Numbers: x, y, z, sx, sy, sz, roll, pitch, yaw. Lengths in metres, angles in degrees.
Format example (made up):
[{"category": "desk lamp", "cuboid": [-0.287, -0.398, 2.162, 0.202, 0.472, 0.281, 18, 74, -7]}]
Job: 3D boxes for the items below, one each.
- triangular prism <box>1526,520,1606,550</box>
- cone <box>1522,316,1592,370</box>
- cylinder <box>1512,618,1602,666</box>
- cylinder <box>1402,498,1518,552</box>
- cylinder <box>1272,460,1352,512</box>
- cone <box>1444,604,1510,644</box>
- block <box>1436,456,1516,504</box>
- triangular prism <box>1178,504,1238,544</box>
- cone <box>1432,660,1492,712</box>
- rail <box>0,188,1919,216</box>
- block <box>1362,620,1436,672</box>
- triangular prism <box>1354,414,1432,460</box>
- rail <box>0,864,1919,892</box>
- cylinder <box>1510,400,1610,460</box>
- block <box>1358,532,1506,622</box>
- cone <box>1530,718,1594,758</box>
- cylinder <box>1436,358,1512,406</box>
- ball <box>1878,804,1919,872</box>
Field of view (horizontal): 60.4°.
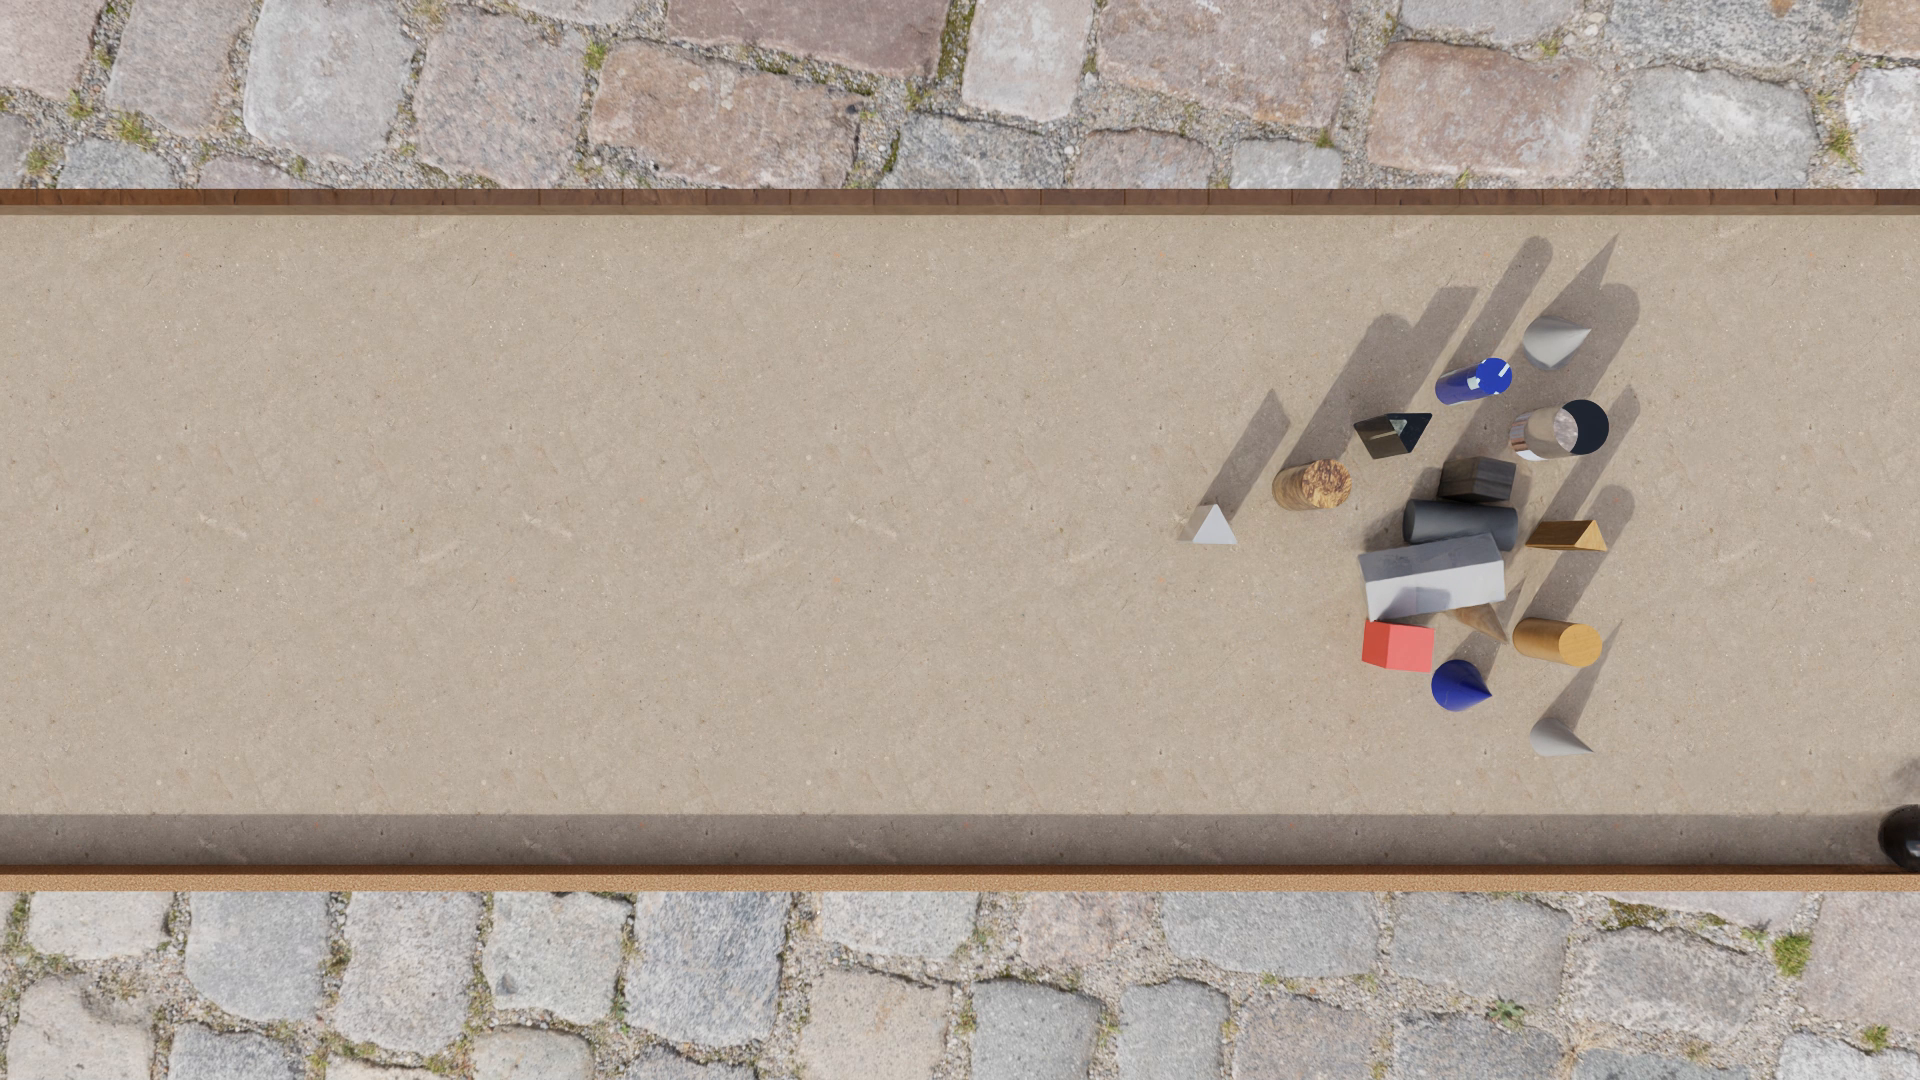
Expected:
[{"category": "triangular prism", "cuboid": [1.790, -0.017, 4.872, 0.092, 0.410, 0.080, 7, 90, 0]}, {"category": "cone", "cuboid": [1.815, -0.606, 4.909, 0.168, 0.336, 0.168, 0, 90, 0]}, {"category": "cylinder", "cuboid": [1.762, 0.299, 4.880, 0.124, 0.392, 0.124, 0, 90, 0]}, {"category": "cylinder", "cuboid": [1.517, -0.045, 5.009, 0.310, 0.135, 0.135, 5, 90, 0]}, {"category": "cylinder", "cuboid": [1.029, -0.158, 4.850, 0.139, 0.452, 0.139, 0, 90, 0]}, {"category": "cone", "cuboid": [1.559, 0.240, 4.890, 0.137, 0.346, 0.137, -2, 111, -6]}, {"category": "block", "cuboid": [1.531, -0.176, 4.898, 0.108, 0.356, 0.108, 12, 90, 0]}, {"category": "triangular prism", "cuboid": [0.732, -0.048, 4.903, 0.127, 0.347, 0.110, 1, 90, 0]}, {"category": "cone", "cuboid": [1.531, 0.448, 4.909, 0.161, 0.334, 0.161, 0, 90, 0]}, {"category": "rail", "cuboid": [-2.247, -1.025, 5.002, 12.000, 0.150, 0.050, 0, 90, 0]}, {"category": "block", "cuboid": [1.305, 0.315, 4.923, 0.129, 0.305, 0.129, 6, 90, 1]}, {"category": "triangular prism", "cuboid": [1.291, -0.329, 4.876, 0.111, 0.402, 0.128, -30, 90, 0]}, {"category": "rail", "cuboid": [-2.247, 1.025, 5.001, 12.000, 0.150, 0.050, 0, 90, 0]}, {"category": "cylinder", "cuboid": [1.771, -0.322, 4.889, 0.158, 0.376, 0.158, 0, 90, 0]}, {"category": "block", "cuboid": [1.411, 0.112, 4.946, 0.397, 0.147, 0.147, -10, 123, 8]}, {"category": "cone", "cuboid": [1.814, 0.608, 4.893, 0.121, 0.368, 0.121, 0, 90, 0]}, {"category": "cylinder", "cuboid": [1.514, -0.465, 4.876, 0.104, 0.400, 0.104, 0, 90, 0]}, {"category": "ball", "cuboid": [2.884, 0.899, 4.976, 0.201, 0.201, 0.201, 0, 90, 0]}]
